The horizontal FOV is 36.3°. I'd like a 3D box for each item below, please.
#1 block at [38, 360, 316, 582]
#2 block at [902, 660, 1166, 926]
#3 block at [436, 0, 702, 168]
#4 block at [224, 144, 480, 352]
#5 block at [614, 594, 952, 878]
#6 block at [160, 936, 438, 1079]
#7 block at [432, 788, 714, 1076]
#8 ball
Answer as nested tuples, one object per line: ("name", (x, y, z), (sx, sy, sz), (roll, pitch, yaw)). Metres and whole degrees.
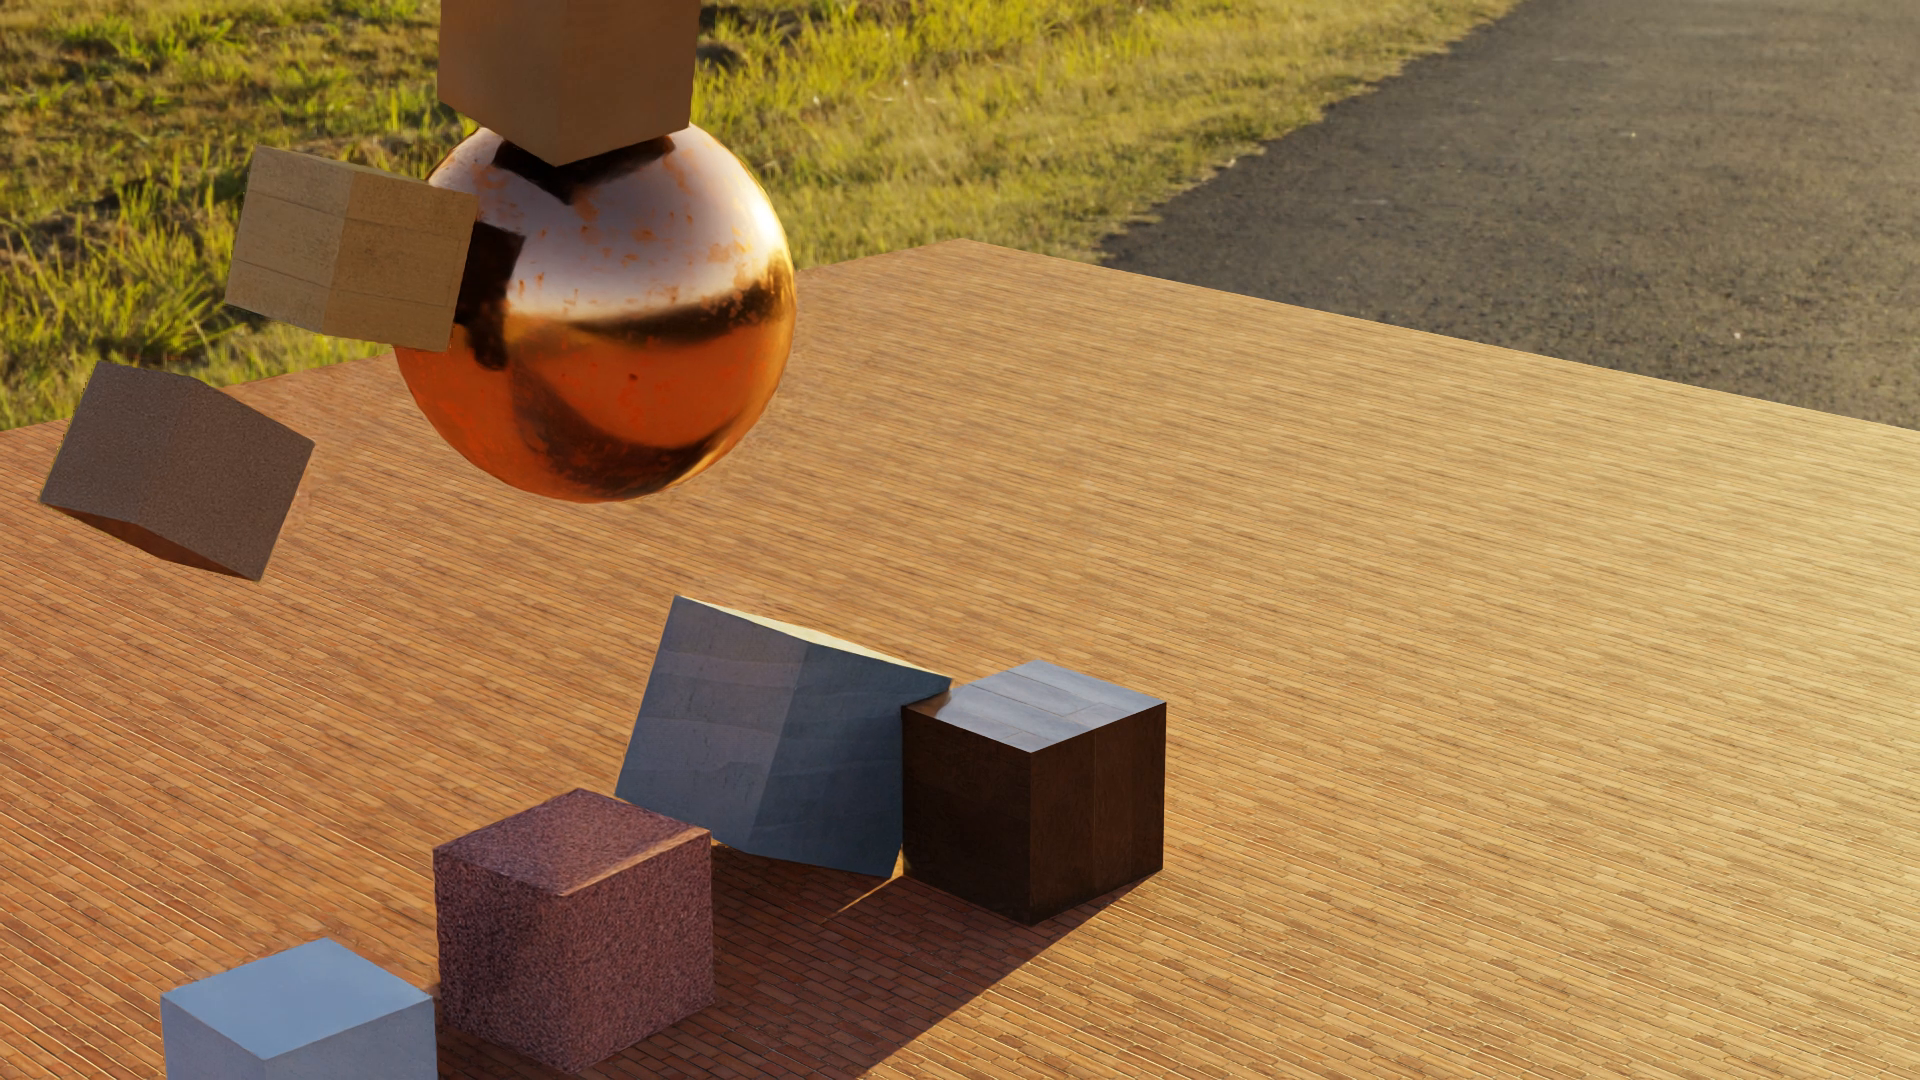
("block", (-2.722, -0.238, 10.211), (0.552, 0.533, 0.575), (10, -15, 38))
("block", (0.337, 1.133, 13.367), (0.891, 0.823, 0.804), (-17, 24, -42))
("block", (-1.451, -1.891, 10.887), (0.679, 0.670, 0.663), (32, 38, 31))
("block", (-2.188, -1.047, 10.546), (0.576, 0.579, 0.569), (18, 8, 39))
("block", (-0.805, 0.897, 13.378), (0.912, 0.957, 0.958), (17, 0, 43))
("block", (-2.455, 1.991, 10.944), (0.715, 0.639, 0.726), (-16, 24, -42))
("block", (-1.573, 1.585, 12.010), (0.752, 0.774, 0.827), (13, 22, 36))
("ball", (-1.442, -0.943, 11.533), (1.600, 1.600, 1.600), (0, 17, 0))
